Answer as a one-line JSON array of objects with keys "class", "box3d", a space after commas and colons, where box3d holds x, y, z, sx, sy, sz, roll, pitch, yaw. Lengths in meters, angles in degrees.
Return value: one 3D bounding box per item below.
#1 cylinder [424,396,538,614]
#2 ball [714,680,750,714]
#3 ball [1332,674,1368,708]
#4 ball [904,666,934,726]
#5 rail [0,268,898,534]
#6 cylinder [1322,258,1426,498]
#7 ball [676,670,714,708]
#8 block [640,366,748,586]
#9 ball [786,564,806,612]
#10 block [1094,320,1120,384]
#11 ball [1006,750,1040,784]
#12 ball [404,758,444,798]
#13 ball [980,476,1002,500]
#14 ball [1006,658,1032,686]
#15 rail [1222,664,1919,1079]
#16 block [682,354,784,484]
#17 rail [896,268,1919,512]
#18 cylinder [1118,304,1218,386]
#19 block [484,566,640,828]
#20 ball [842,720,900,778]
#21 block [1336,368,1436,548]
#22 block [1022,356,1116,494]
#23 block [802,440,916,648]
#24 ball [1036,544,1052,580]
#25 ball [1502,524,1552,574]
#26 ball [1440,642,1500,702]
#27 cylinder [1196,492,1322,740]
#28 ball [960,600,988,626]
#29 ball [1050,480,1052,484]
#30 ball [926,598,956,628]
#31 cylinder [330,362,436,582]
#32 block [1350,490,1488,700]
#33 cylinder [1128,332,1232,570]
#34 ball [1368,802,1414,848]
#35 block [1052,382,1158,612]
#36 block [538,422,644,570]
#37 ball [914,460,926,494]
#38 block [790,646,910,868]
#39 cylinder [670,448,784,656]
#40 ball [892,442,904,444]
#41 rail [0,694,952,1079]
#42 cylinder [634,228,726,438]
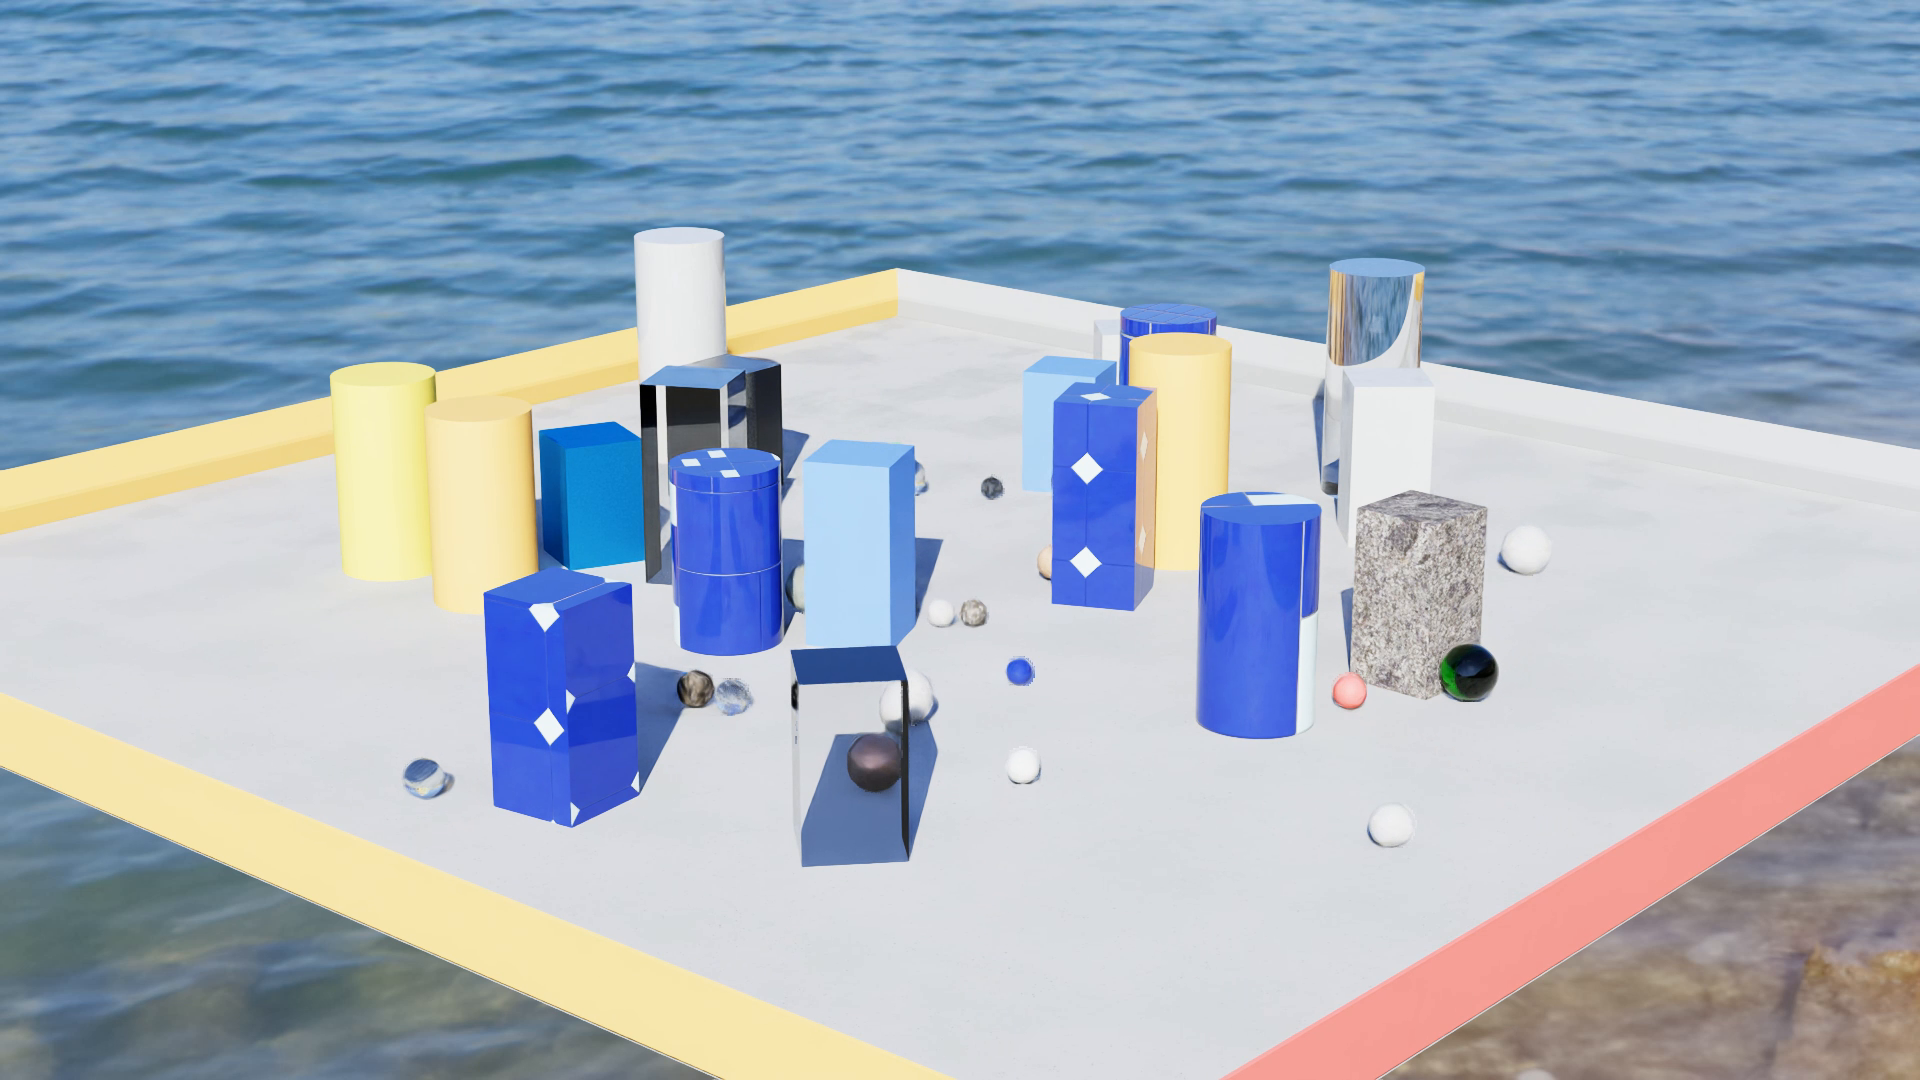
[{"class": "cylinder", "box3d": [-0.822, -0.062, 5.046, 0.183, 0.339, 0.183, 0, 17, 0]}, {"class": "ball", "box3d": [-0.353, 0.243, 4.534, 0.054, 0.054, 0.054, 0, 17, 0]}, {"class": "ball", "box3d": [0.606, 0.236, 4.558, 0.053, 0.053, 0.053, 0, 17, 0]}, {"class": "ball", "box3d": [-0.085, 0.238, 4.485, 0.090, 0.090, 0.090, 0, 17, 0]}, {"class": "rail", "box3d": [-1.168, -0.264, 6.092, 0.045, 0.119, 3.144, 14, 22, 39]}, {"class": "cylinder", "box3d": [0.800, -0.311, 5.688, 0.183, 0.444, 0.183, 0, 17, 0]}, {"class": "ball", "box3d": [-0.411, 0.232, 4.562, 0.058, 0.058, 0.058, 0, 17, 0]}, {"class": "block", "box3d": [-0.467, -0.112, 5.175, 0.146, 0.361, 0.146, 4, 17, 13]}, {"class": "ball", "box3d": [-0.256, 0.082, 5.010, 0.085, 0.085, 0.085, 0, 17, 0]}, {"class": "block", "box3d": [0.355, -0.316, 6.035, 0.146, 0.252, 0.146, -1, 17, -4]}, {"class": "ball", "box3d": [0.091, 0.329, 4.256, 0.050, 0.050, 0.050, 0, 17, 0]}, {"class": "ball", "box3d": [-0.768, 0.342, 4.200, 0.058, 0.058, 0.058, 0, 17, 0]}, {"class": "ball", "box3d": [0.062, -0.100, 5.684, 0.044, 0.044, 0.044, 0, 17, 0]}, {"class": "ball", "box3d": [0.094, 0.210, 4.660, 0.043, 0.043, 0.043, 0, 17, 0]}, {"class": "rail", "box3d": [1.168, 0.324, 4.150, 0.045, 0.119, 3.144, 14, 22, 39]}, {"class": "block", "box3d": [-0.451, -0.223, 5.743, 0.146, 0.244, 0.146, 13, 21, 37]}, {"class": "rail", "box3d": [1.015, -0.309, 6.240, 3.142, 0.119, 0.045, 14, 22, 39]}, {"class": "cylinder", "box3d": [0.393, -0.244, 5.578, 0.183, 0.380, 0.183, 0, 17, 0]}, {"class": "block", "box3d": [-0.563, 0.220, 4.148, 0.146, 0.320, 0.146, 11, 20, 32]}, {"class": "ball", "box3d": [-0.129, 0.305, 4.275, 0.084, 0.084, 0.084, 0, 17, 0]}, {"class": "block", "box3d": [0.784, -0.152, 5.409, 0.146, 0.303, 0.146, 0, 17, -1]}, {"class": "block", "box3d": [0.215, -0.225, 5.758, 0.146, 0.239, 0.146, 6, 18, 19]}, {"class": "block", "box3d": [-0.165, 0.009, 4.855, 0.146, 0.315, 0.146, 5, 17, 15]}, {"class": "ball", "box3d": [0.168, 0.039, 5.190, 0.063, 0.063, 0.063, 0, 17, 0]}, {"class": "ball", "box3d": [1.010, 0.016, 5.220, 0.090, 0.090, 0.090, 0, 17, 0]}, {"class": "ball", "box3d": [0.797, 0.207, 4.588, 0.091, 0.091, 0.091, 0, 17, 0]}, {"class": "cylinder", "box3d": [0.454, 0.114, 4.467, 0.183, 0.339, 0.183, 0, 17, 0]}, {"class": "ball", "box3d": [0.023, 0.123, 4.943, 0.046, 0.046, 0.046, 0, 17, 0]}, {"class": "ball", "box3d": [0.210, -0.111, 5.675, 0.068, 0.068, 0.068, 0, 17, 0]}, {"class": "ball", "box3d": [-0.032, 0.123, 4.939, 0.048, 0.048, 0.048, 0, 17, 0]}, {"class": "cylinder", "box3d": [-1.018, -0.123, 5.221, 0.183, 0.355, 0.183, 0, 17, 0]}, {"class": "block", "box3d": [0.727, 0.085, 4.654, 0.146, 0.285, 0.146, 16, 23, 41]}, {"class": "cylinder", "box3d": [0.393, -0.160, 5.277, 0.183, 0.394, 0.183, 0, 17, 0]}, {"class": "ball", "box3d": [0.593, 0.391, 4.029, 0.062, 0.062, 0.062, 0, 17, 0]}, {"class": "block", "box3d": [0.249, -0.076, 5.059, 0.146, 0.360, 0.146, 5, 18, 16]}, {"class": "block", "box3d": [-0.665, -0.081, 5.305, 0.146, 0.226, 0.146, -8, 19, -25]}, {"class": "ball", "box3d": [-0.101, -0.122, 5.706, 0.072, 0.072, 0.072, 0, 17, 0]}, {"class": "block", "box3d": [-0.151, 0.294, 4.007, 0.146, 0.261, 0.146, -2, 17, -7]}, {"class": "cylinder", "box3d": [-0.385, 0.018, 4.844, 0.183, 0.304, 0.183, 0, 17, 0]}, {"class": "ball", "box3d": [-0.126, -0.175, 5.925, 0.047, 0.047, 0.047, 0, 17, 0]}, {"class": "rail", "box3d": [-1.015, 0.369, 4.002, 3.142, 0.119, 0.045, 14, 22, 39]}, {"class": "cylinder", "box3d": [-0.570, -0.408, 6.016, 0.183, 0.439, 0.183, 0, 17, 0]}]
